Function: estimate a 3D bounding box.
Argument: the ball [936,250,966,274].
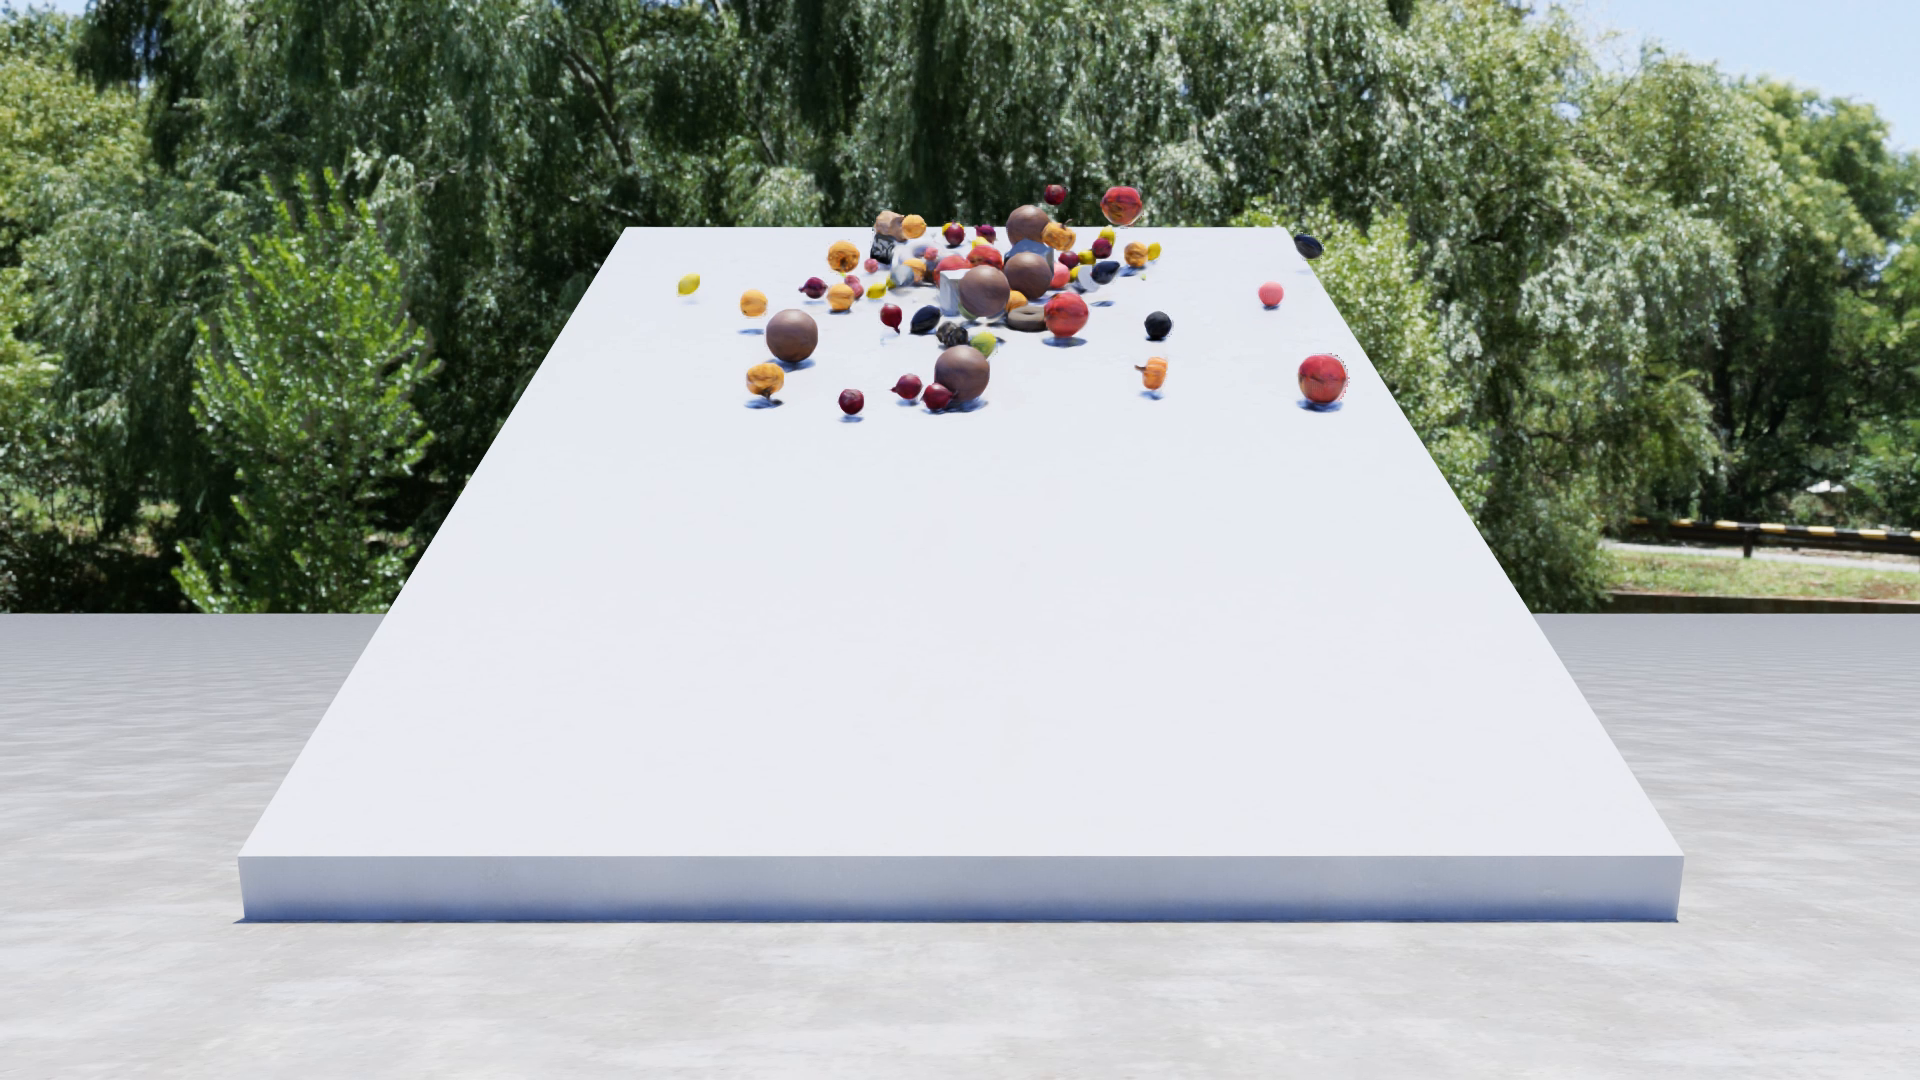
[{"bbox_3d":[-0.026,-0.758,6.257,0.081,0.081,0.081,0,-2,0],"label":"ball"}]

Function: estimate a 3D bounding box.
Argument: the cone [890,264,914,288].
[{"bbox_3d":[-0.156,-0.697,6.099,0.067,0.067,0.067,0,27,1],"label":"cone"}]

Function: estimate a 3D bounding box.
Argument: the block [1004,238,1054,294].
[{"bbox_3d":[0.184,-0.731,6.056,0.095,0.095,0.095,25,49,28],"label":"block"}]

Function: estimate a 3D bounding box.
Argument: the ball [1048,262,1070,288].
[{"bbox_3d":[0.264,-0.719,6.172,0.070,0.070,0.070,0,-2,0],"label":"ball"}]

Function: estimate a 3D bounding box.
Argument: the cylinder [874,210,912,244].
[{"bbox_3d":[-0.196,-0.925,6.705,0.082,0.082,0.082,1,17,-33],"label":"cylinder"}]

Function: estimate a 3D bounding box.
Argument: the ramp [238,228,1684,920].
[{"bbox_3d":[-0.005,-0.209,5.030,2.000,0.100,4.000,0,20,0],"label":"ramp"}]

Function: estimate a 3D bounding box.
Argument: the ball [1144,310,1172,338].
[{"bbox_3d":[0.496,-0.540,5.687,0.068,0.068,0.068,0,-2,0],"label":"ball"}]

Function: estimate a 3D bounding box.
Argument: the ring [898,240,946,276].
[{"bbox_3d":[-0.103,-0.784,6.328,0.141,0.047,0.141,-3,41,3],"label":"ring"}]

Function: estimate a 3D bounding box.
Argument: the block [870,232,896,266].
[{"bbox_3d":[-0.216,-0.821,6.406,0.060,0.060,0.060,12,-22,2],"label":"block"}]

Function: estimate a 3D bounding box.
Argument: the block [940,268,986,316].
[{"bbox_3d":[0.006,-0.650,5.944,0.095,0.095,0.095,-6,21,-16],"label":"block"}]

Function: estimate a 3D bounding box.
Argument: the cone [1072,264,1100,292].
[{"bbox_3d":[0.327,-0.699,6.165,0.078,0.078,0.078,1,-13,-36],"label":"cone"}]

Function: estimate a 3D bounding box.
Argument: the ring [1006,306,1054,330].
[{"bbox_3d":[0.180,-0.567,5.799,0.121,0.040,0.121,-2,20,1],"label":"ring"}]

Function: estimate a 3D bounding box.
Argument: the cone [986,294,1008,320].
[{"bbox_3d":[0.090,-0.601,5.815,0.062,0.062,0.062,-12,-6,-1],"label":"cone"}]

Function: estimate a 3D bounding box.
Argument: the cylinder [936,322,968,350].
[{"bbox_3d":[-0.019,-0.506,5.608,0.057,0.057,0.057,1,17,-35],"label":"cylinder"}]

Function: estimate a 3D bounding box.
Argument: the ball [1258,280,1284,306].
[{"bbox_3d":[0.821,-0.650,5.988,0.067,0.067,0.067,0,-2,0],"label":"ball"}]
